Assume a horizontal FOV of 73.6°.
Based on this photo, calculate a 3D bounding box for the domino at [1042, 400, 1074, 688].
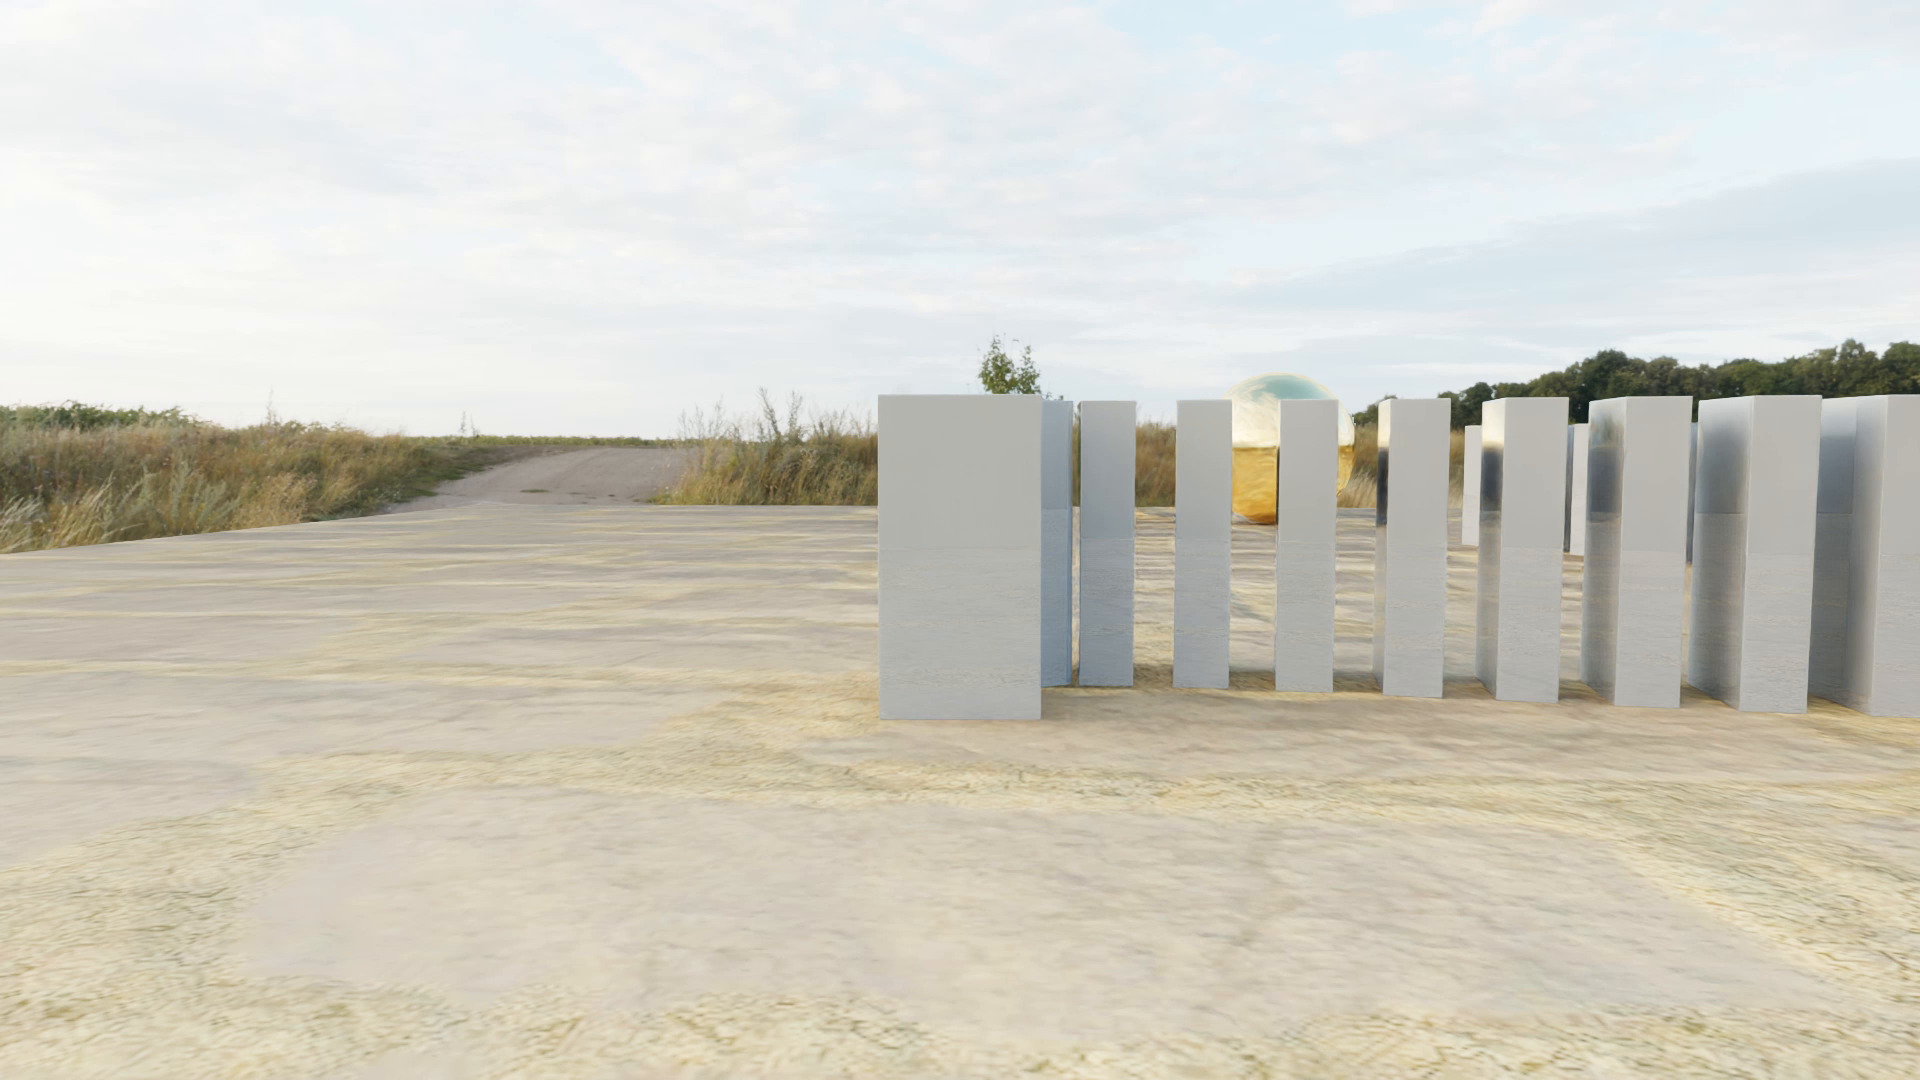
[{"bbox_3d":[0.009,0.000,0.234,0.009,0.050,0.025,-3,5,-32],"label":"domino"}]

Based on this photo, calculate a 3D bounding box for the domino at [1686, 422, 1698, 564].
[{"bbox_3d":[0.262,-0.017,0.460,0.025,0.050,0.010,-2,5,-22],"label":"domino"}]

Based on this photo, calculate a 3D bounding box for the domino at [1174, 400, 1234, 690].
[{"bbox_3d":[0.044,0.000,0.234,0.009,0.050,0.025,1,4,10],"label":"domino"}]

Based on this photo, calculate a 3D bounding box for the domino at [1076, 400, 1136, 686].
[{"bbox_3d":[0.027,0.000,0.236,0.010,0.050,0.025,0,4,4],"label":"domino"}]

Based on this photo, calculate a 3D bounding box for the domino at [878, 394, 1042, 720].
[{"bbox_3d":[0.000,0.002,0.201,0.025,0.050,0.010,0,4,0],"label":"domino"}]

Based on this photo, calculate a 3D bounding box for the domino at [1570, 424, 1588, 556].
[{"bbox_3d":[0.248,-0.019,0.493,0.025,0.050,0.009,-2,5,-24],"label":"domino"}]

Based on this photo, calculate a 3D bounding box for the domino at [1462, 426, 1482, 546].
[{"bbox_3d":[0.226,-0.023,0.541,0.025,0.050,0.010,-2,5,-24],"label":"domino"}]

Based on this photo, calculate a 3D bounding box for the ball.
[{"bbox_3d":[0.166,-0.048,0.671,0.080,0.080,0.080,0,4,0],"label":"ball"}]

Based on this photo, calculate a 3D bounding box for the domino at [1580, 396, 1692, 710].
[{"bbox_3d":[0.114,0.001,0.217,0.010,0.050,0.025,1,4,14],"label":"domino"}]

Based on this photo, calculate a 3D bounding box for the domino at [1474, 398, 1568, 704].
[{"bbox_3d":[0.097,0.001,0.222,0.009,0.050,0.025,1,4,14],"label":"domino"}]

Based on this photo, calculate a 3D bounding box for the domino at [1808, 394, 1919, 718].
[{"bbox_3d":[0.149,0.002,0.210,0.009,0.050,0.025,1,4,10],"label":"domino"}]

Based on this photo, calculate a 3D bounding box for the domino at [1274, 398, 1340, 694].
[{"bbox_3d":[0.062,0.000,0.230,0.009,0.050,0.025,1,4,13],"label":"domino"}]

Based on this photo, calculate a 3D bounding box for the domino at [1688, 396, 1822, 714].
[{"bbox_3d":[0.131,0.002,0.213,0.010,0.050,0.025,1,4,13],"label":"domino"}]

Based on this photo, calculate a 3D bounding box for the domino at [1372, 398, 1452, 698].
[{"bbox_3d":[0.079,0.001,0.226,0.010,0.050,0.025,1,4,14],"label":"domino"}]

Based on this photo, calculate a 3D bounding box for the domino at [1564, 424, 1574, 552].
[{"bbox_3d":[0.241,-0.021,0.509,0.025,0.050,0.010,-2,5,-25],"label":"domino"}]
